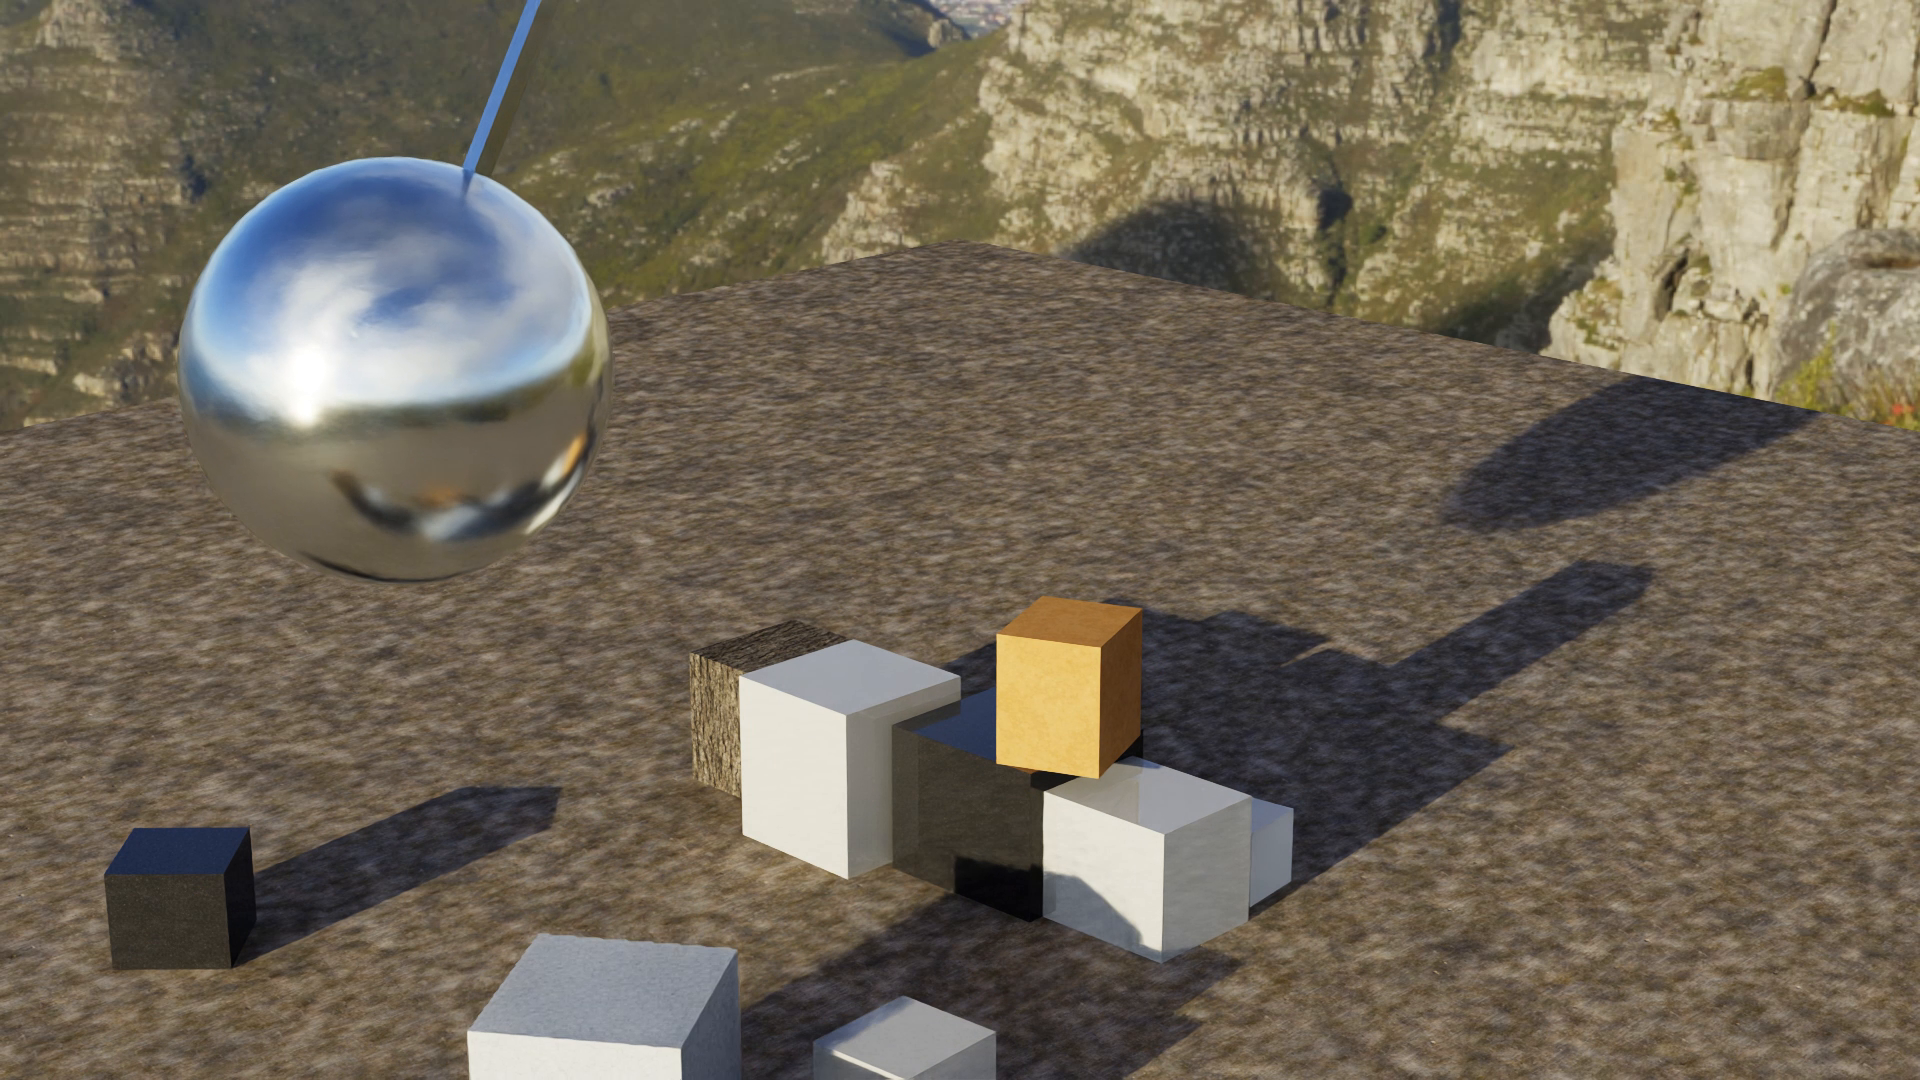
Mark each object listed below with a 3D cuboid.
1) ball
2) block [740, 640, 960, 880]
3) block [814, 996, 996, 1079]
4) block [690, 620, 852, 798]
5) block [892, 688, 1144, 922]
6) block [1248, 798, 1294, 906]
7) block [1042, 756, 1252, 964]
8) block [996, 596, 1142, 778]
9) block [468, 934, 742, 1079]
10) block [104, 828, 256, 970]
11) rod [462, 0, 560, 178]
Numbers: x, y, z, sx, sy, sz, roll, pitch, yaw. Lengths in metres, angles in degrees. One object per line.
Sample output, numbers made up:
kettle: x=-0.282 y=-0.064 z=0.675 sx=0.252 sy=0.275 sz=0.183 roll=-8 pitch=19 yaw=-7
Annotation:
ball: x=-2.097 y=-0.627 z=10.946 sx=1.600 sy=1.600 sz=1.600 roll=0 pitch=17 yaw=0
block: x=-0.513 y=1.015 z=13.780 sx=0.729 sy=0.800 sz=0.732 roll=-17 pitch=24 yaw=-42
block: x=-0.207 y=2.065 z=11.077 sx=0.469 sy=0.418 sz=0.507 roll=14 pitch=23 yaw=39
block: x=-0.833 y=0.868 z=14.469 sx=0.707 sy=0.667 sz=0.690 roll=17 pitch=24 yaw=42
block: x=0.260 y=1.184 z=13.401 sx=0.854 sy=0.706 sz=0.758 roll=16 pitch=23 yaw=41
block: x=1.244 y=1.393 z=13.315 sx=0.404 sy=0.358 sz=0.355 roll=13 pitch=21 yaw=35
block: x=0.821 y=1.395 z=12.910 sx=0.688 sy=0.598 sz=0.594 roll=16 pitch=24 yaw=42
block: x=0.485 y=0.642 z=12.941 sx=0.475 sy=0.602 sz=0.563 roll=7 pitch=19 yaw=21
block: x=-1.277 y=1.990 z=10.715 sx=0.771 sy=0.773 sz=0.803 roll=3 pitch=18 yaw=10
block: x=-3.365 y=1.547 z=12.685 sx=0.505 sy=0.442 sz=0.501 roll=0 pitch=17 yaw=-1
rod: x=-0.909 y=-3.803 z=11.194 sx=0.080 sy=5.200 sz=0.080 roll=17 pitch=-6 yaw=42
